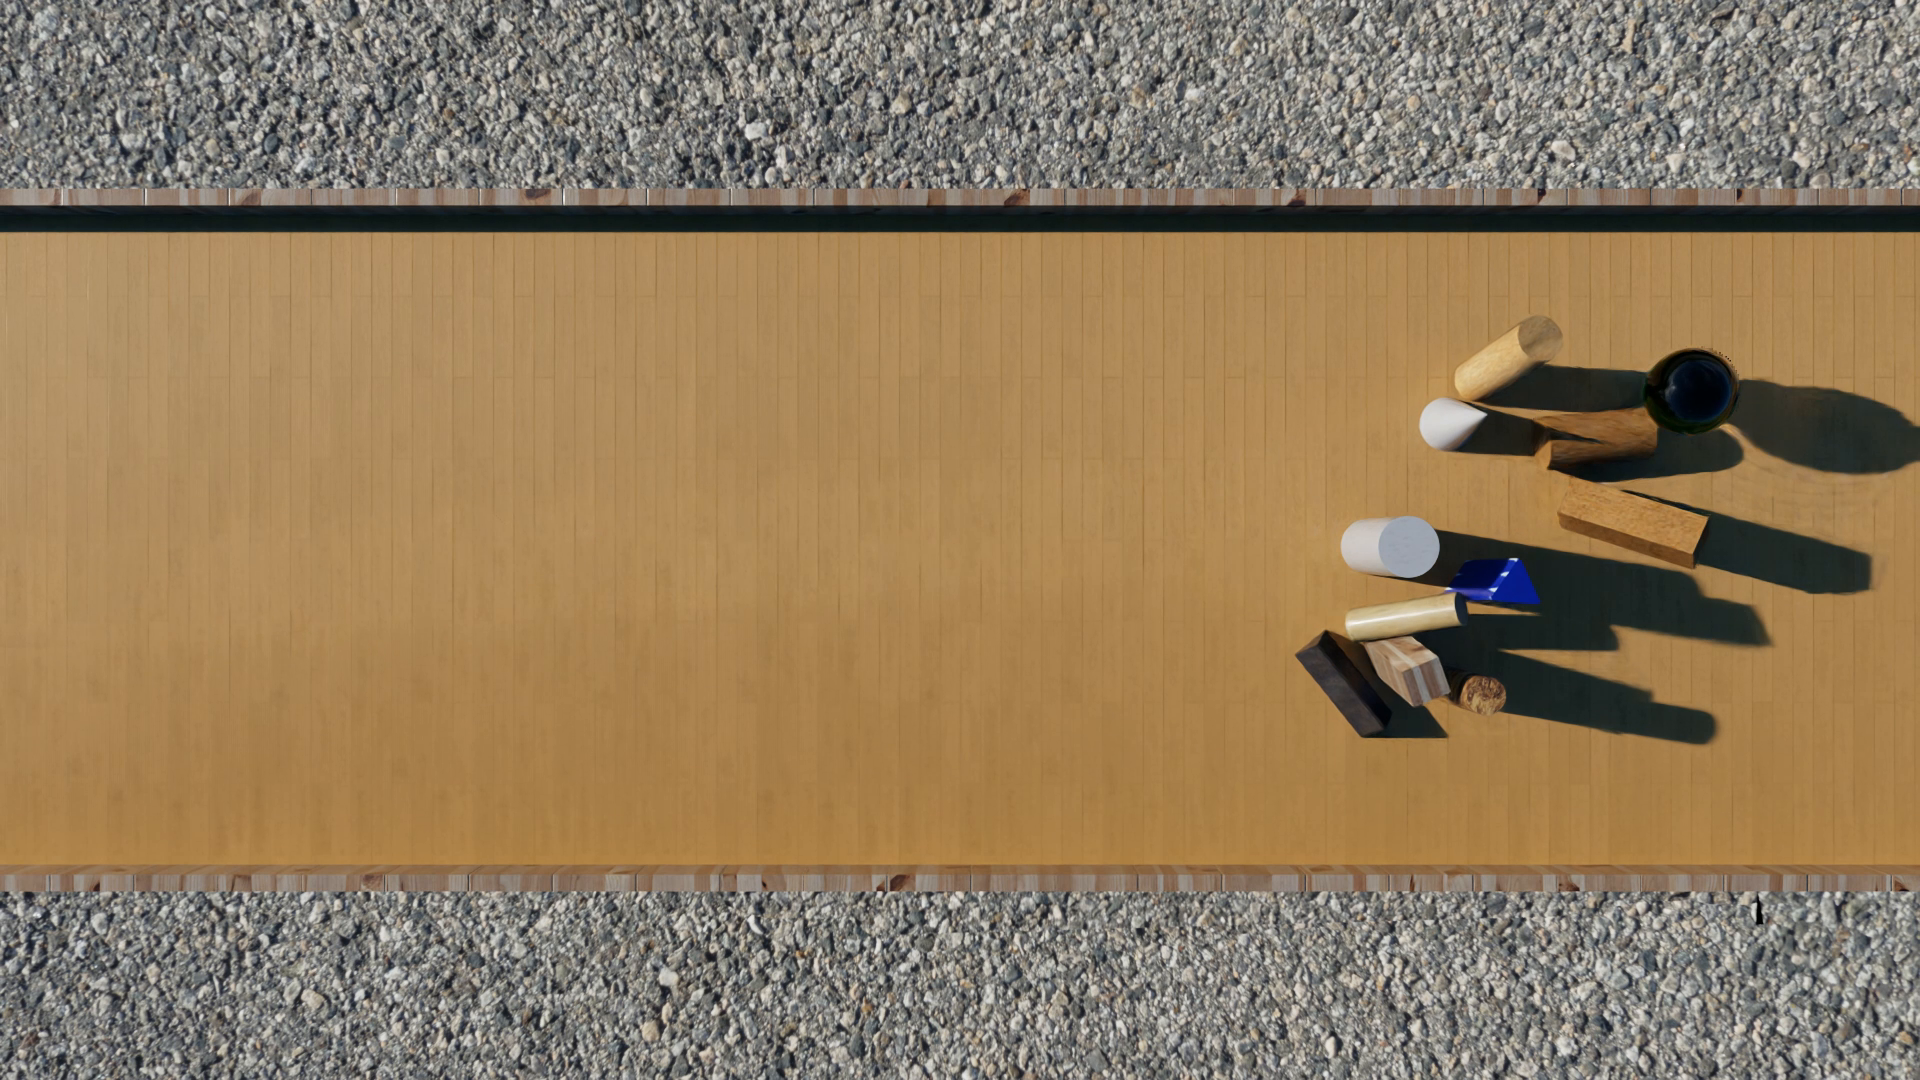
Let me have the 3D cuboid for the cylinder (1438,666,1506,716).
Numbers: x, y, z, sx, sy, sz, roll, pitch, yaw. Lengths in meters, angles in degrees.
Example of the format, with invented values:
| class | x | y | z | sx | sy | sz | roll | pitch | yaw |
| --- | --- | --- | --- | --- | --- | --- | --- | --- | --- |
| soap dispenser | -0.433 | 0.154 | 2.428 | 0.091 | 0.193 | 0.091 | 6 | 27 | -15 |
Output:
| class | x | y | z | sx | sy | sz | roll | pitch | yaw |
| --- | --- | --- | --- | --- | --- | --- | --- | --- | --- |
| cylinder | 1.502 | 0.446 | 4.891 | 0.112 | 0.371 | 0.112 | 0 | 90 | 0 |

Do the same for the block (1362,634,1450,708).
| class | x | y | z | sx | sy | sz | roll | pitch | yaw |
| --- | --- | --- | --- | --- | --- | --- | --- | --- | --- |
| block | 1.319 | 0.370 | 4.893 | 0.115 | 0.351 | 0.115 | -23 | 103 | 0 |

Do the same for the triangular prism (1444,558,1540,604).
| class | x | y | z | sx | sy | sz | roll | pitch | yaw |
| --- | --- | --- | --- | --- | --- | --- | --- | --- | --- |
| triangular prism | 1.566 | 0.118 | 4.868 | 0.140 | 0.413 | 0.121 | 6 | 88 | -3 |

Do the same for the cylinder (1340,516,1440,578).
| class | x | y | z | sx | sy | sz | roll | pitch | yaw |
| --- | --- | --- | --- | --- | --- | --- | --- | --- | --- |
| cylinder | 1.259 | 0.019 | 4.851 | 0.173 | 0.451 | 0.173 | 0 | 90 | 0 |

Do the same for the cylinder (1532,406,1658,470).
| class | x | y | z | sx | sy | sz | roll | pitch | yaw |
| --- | --- | --- | --- | --- | --- | --- | --- | --- | --- |
| cylinder | 1.920 | -0.307 | 4.996 | 0.320 | 0.161 | 0.161 | -6 | 90 | 0 |

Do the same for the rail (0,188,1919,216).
| class | x | y | z | sx | sy | sz | roll | pitch | yaw |
| --- | --- | --- | --- | --- | --- | --- | --- | --- | --- |
| rail | -2.247 | -1.025 | 5.002 | 12.000 | 0.150 | 0.050 | 0 | 90 | 0 |

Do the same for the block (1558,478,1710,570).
| class | x | y | z | sx | sy | sz | roll | pitch | yaw |
| --- | --- | --- | --- | --- | --- | --- | --- | --- | --- |
| block | 2.003 | -0.051 | 4.911 | 0.396 | 0.123 | 0.123 | 22 | 77 | 31 |

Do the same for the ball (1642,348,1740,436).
| class | x | y | z | sx | sy | sz | roll | pitch | yaw |
| --- | --- | --- | --- | --- | --- | --- | --- | --- | --- |
| ball | 2.133 | -0.431 | 4.815 | 0.258 | 0.258 | 0.258 | 0 | 90 | 0 |

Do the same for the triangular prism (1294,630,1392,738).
| class | x | y | z | sx | sy | sz | roll | pitch | yaw |
| --- | --- | --- | --- | --- | --- | --- | --- | --- | --- |
| triangular prism | 1.179 | 0.442 | 5.021 | 0.121 | 0.105 | 0.328 | -39 | 90 | 0 |

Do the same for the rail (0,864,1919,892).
| class | x | y | z | sx | sy | sz | roll | pitch | yaw |
| --- | --- | --- | --- | --- | --- | --- | --- | --- | --- |
| rail | -2.247 | 1.025 | 5.001 | 12.000 | 0.150 | 0.050 | 0 | 90 | 0 |

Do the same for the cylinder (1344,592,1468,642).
| class | x | y | z | sx | sy | sz | roll | pitch | yaw |
| --- | --- | --- | --- | --- | --- | --- | --- | --- | --- |
| cylinder | 1.333 | 0.232 | 4.936 | 0.342 | 0.104 | 0.104 | -12 | 90 | 35 |

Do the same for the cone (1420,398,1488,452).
| class | x | y | z | sx | sy | sz | roll | pitch | yaw |
| --- | --- | --- | --- | --- | --- | --- | --- | --- | --- |
| cone | 1.503 | -0.358 | 4.893 | 0.167 | 0.360 | 0.167 | 0 | 89 | -2 |

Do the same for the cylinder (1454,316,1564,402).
| class | x | y | z | sx | sy | sz | roll | pitch | yaw |
| --- | --- | --- | --- | --- | --- | --- | --- | --- | --- |
| cylinder | 1.610 | -0.529 | 4.859 | 0.137 | 0.415 | 0.137 | 2 | 78 | -8 |
